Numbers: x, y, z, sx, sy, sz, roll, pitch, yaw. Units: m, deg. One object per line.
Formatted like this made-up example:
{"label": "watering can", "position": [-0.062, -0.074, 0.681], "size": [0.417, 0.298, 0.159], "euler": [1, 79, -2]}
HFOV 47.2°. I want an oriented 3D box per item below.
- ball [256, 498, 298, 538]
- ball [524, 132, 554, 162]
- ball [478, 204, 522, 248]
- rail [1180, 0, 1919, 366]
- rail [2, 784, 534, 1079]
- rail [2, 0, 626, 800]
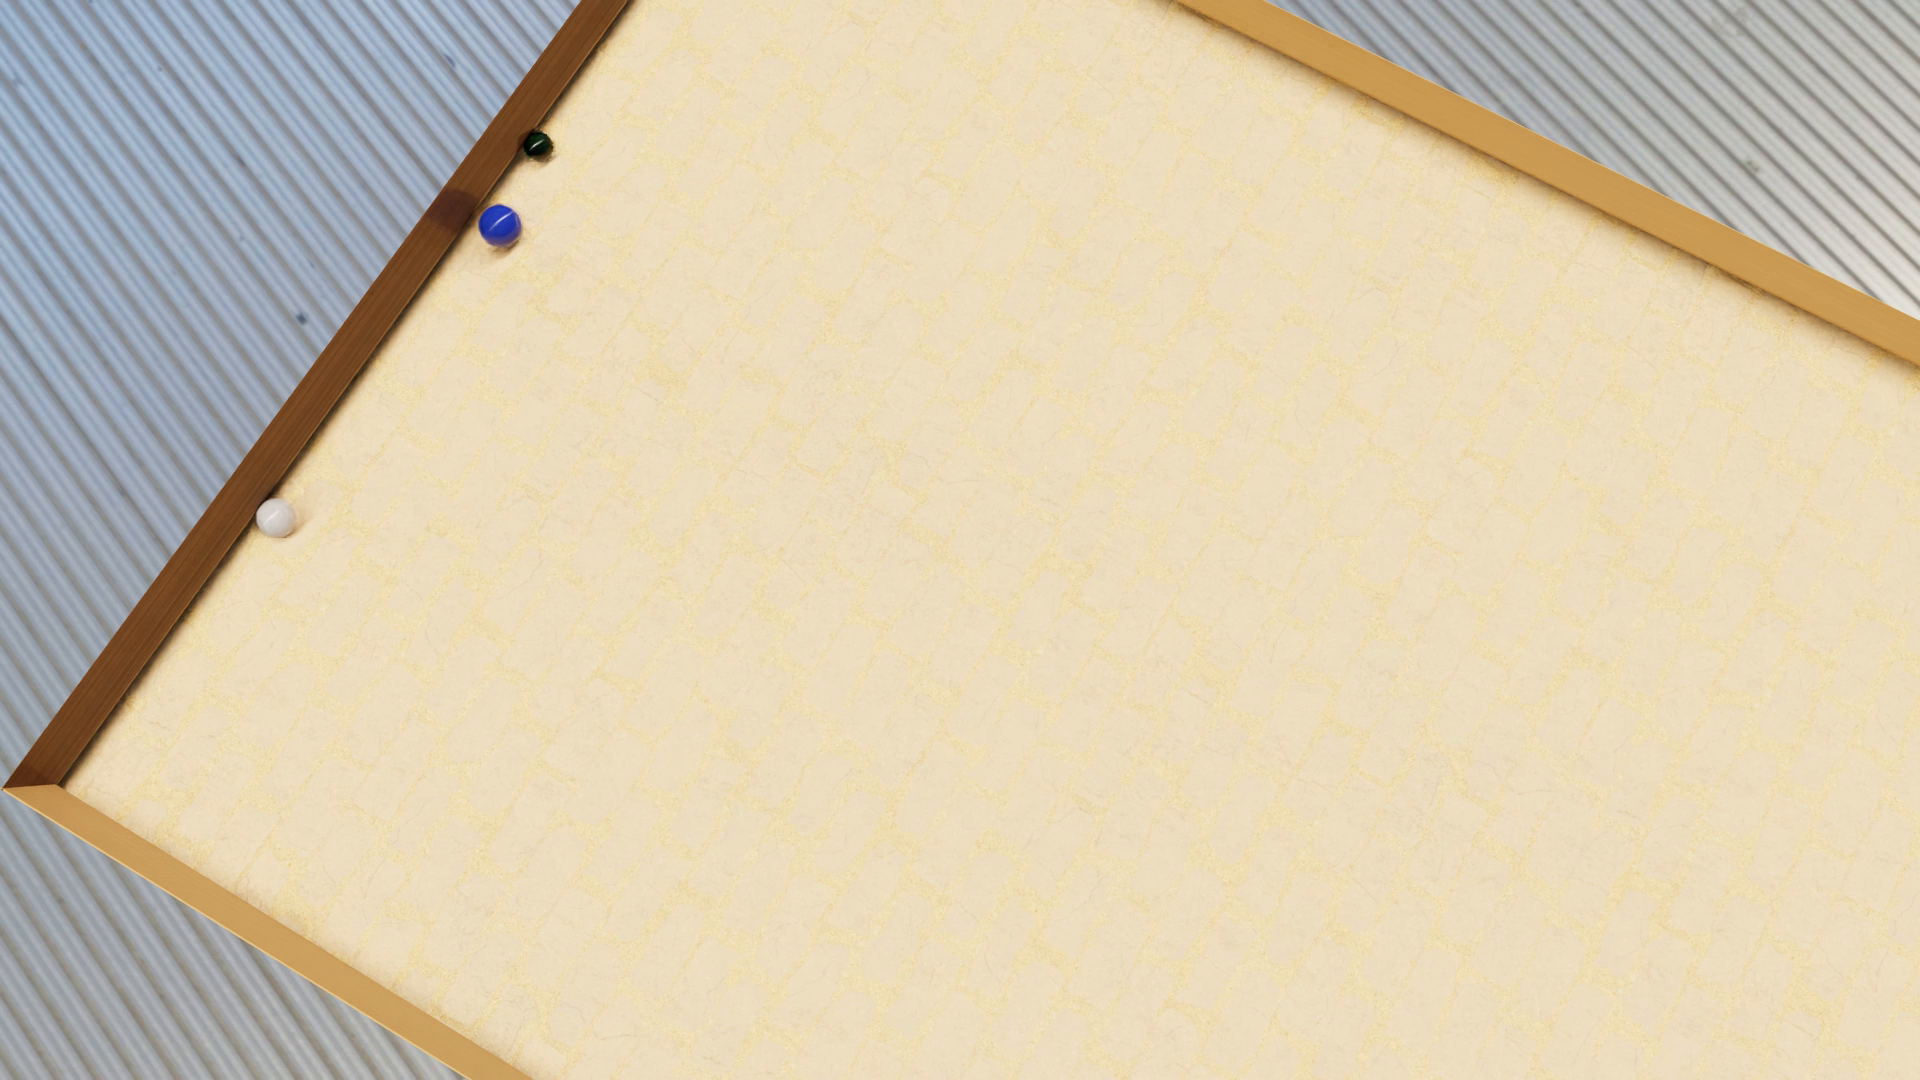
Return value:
{"label": "ball", "position": [-1.068, -0.035, 3.439], "size": [0.061, 0.061, 0.061], "euler": [0, 71, 0]}
{"label": "ball", "position": [-0.701, -0.655, 3.660], "size": [0.049, 0.049, 0.049], "euler": [0, 71, 0]}
{"label": "ball", "position": [-0.753, -0.514, 3.600], "size": [0.070, 0.070, 0.070], "euler": [0, 71, 0]}
{"label": "rail", "position": [1.400, -0.374, 3.540], "size": [4.065, 0.091, 0.045], "euler": [29, 73, 9]}
{"label": "rail", "position": [0.358, 1.325, 2.952], "size": [4.065, 0.091, 0.045], "euler": [29, 73, 9]}
{"label": "rail", "position": [-0.859, -0.476, 3.575], "size": [0.045, 0.091, 2.126], "euler": [29, 73, 9]}
